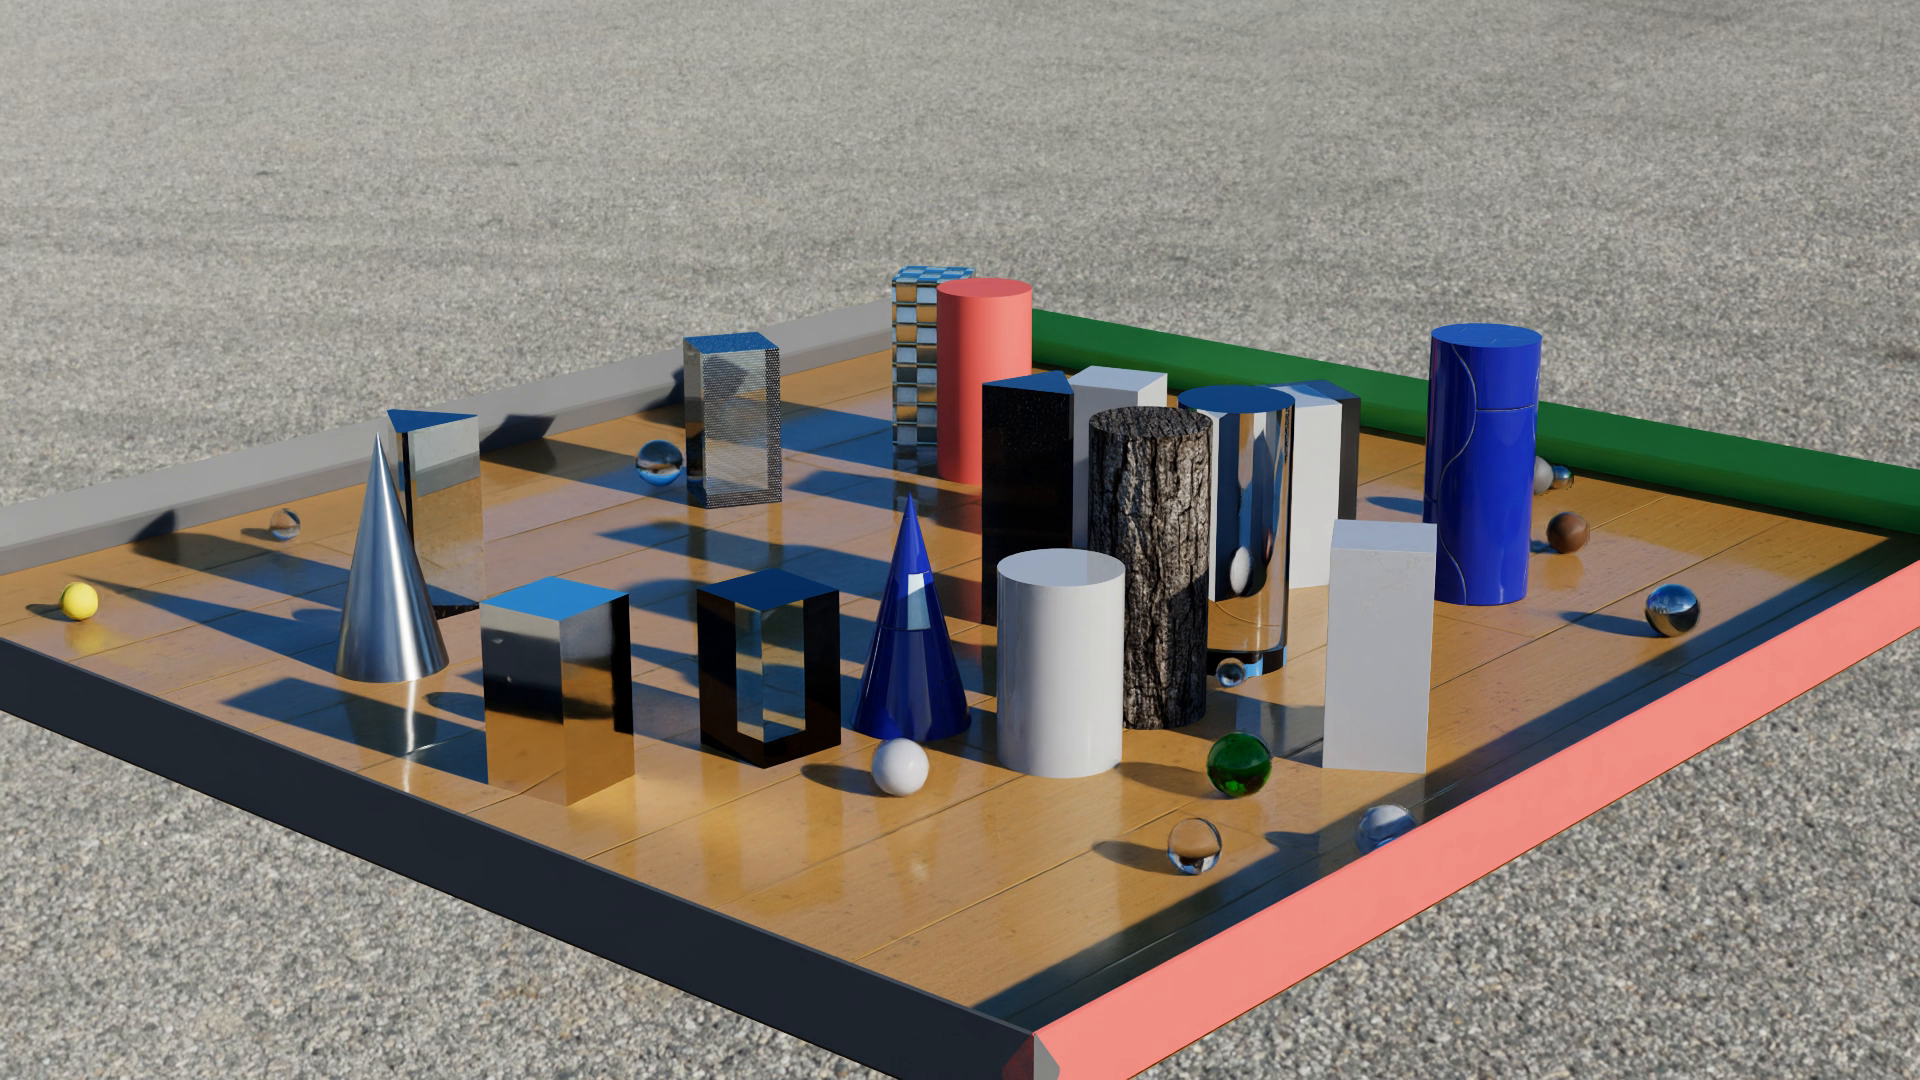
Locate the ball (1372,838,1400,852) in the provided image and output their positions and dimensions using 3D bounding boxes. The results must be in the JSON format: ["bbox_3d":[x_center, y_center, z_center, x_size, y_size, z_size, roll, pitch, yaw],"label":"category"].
[{"bbox_3d":[0.579,0.430,3.894,0.069,0.069,0.069,0,17,0],"label":"ball"}]

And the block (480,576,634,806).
[{"bbox_3d":[-0.581,0.216,4.238,0.150,0.279,0.150,11,20,32],"label":"block"}]

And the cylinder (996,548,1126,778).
[{"bbox_3d":[0.148,0.180,4.332,0.188,0.294,0.188,0,17,0],"label":"cylinder"}]

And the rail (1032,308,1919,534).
[{"bbox_3d":[0.925,-0.278,6.141,2.708,0.122,0.045,14,22,39],"label":"rail"}]

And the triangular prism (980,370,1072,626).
[{"bbox_3d":[0.139,-0.067,4.937,0.163,0.417,0.141,8,18,24],"label":"triangular prism"}]

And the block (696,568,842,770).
[{"bbox_3d":[-0.285,0.190,4.385,0.150,0.245,0.150,-15,23,-41],"label":"block"}]

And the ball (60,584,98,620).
[{"bbox_3d":[-1.496,0.105,4.981,0.063,0.063,0.063,0,17,0],"label":"ball"}]

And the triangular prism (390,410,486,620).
[{"bbox_3d":[-0.923,-0.046,5.003,0.141,0.339,0.163,16,23,42],"label":"triangular prism"}]

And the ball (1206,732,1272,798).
[{"bbox_3d":[0.401,0.323,4.207,0.094,0.094,0.094,0,17,0],"label":"ball"}]

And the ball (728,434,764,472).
[{"bbox_3d":[-0.430,-0.176,5.890,0.074,0.074,0.074,0,17,0],"label":"ball"}]

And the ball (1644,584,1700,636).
[{"bbox_3d":[1.188,0.117,4.895,0.090,0.090,0.090,0,17,0],"label":"ball"}]

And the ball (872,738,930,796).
[{"bbox_3d":[-0.086,0.326,4.215,0.083,0.083,0.083,0,17,0],"label":"ball"}]

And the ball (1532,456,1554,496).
[{"bbox_3d":[1.117,-0.126,5.719,0.078,0.078,0.078,0,17,0],"label":"ball"}]

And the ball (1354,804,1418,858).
[{"bbox_3d":[0.577,0.400,3.966,0.085,0.085,0.085,0,17,0],"label":"ball"}]

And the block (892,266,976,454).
[{"bbox_3d":[-0.053,-0.371,6.042,0.150,0.360,0.150,2,17,8],"label":"block"}]

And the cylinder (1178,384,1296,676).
[{"bbox_3d":[0.440,-0.016,4.733,0.188,0.437,0.188,0,17,0],"label":"cylinder"}]

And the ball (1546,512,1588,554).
[{"bbox_3d":[1.108,-0.014,5.351,0.075,0.075,0.075,0,17,0],"label":"ball"}]

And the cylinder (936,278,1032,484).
[{"bbox_3d":[0.048,-0.317,5.831,0.188,0.378,0.188,0,17,0],"label":"cylinder"}]

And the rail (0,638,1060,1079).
[{"bbox_3d":[-0.925,0.339,4.101,2.708,0.122,0.045,14,22,39],"label":"rail"}]

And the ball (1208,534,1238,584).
[{"bbox_3d":[0.447,0.033,5.175,0.088,0.088,0.088,0,17,0],"label":"ball"}]

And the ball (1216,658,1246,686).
[{"bbox_3d":[0.431,0.210,4.660,0.047,0.047,0.047,0,17,0],"label":"ball"}]

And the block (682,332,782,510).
[{"bbox_3d":[-0.441,-0.233,5.678,0.150,0.306,0.150,-6,18,-19],"label":"block"}]

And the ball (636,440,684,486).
[{"bbox_3d":[-0.593,-0.153,5.780,0.093,0.093,0.093,0,17,0],"label":"ball"}]

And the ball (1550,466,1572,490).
[{"bbox_3d":[1.178,-0.123,5.762,0.048,0.048,0.048,0,17,0],"label":"ball"}]

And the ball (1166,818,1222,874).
[{"bbox_3d":[0.316,0.411,3.945,0.075,0.075,0.075,0,17,0],"label":"ball"}]

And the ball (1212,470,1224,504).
[{"bbox_3d":[0.490,-0.103,5.662,0.067,0.067,0.067,0,17,0],"label":"ball"}]

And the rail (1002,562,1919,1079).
[{"bbox_3d":[1.004,0.283,4.286,0.045,0.122,2.870,14,22,39],"label":"rail"}]

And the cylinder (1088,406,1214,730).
[{"bbox_3d":[0.289,0.042,4.499,0.188,0.462,0.188,0,17,0],"label":"cylinder"}]

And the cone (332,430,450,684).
[{"bbox_3d":[-0.926,0.013,4.714,0.188,0.394,0.188,0,17,0],"label":"cone"}]

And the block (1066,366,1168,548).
[{"bbox_3d":[0.282,-0.148,5.397,0.150,0.307,0.150,7,18,23],"label":"block"}]

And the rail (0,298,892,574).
[{"bbox_3d":[-1.004,-0.222,5.956,0.045,0.122,2.870,14,22,39],"label":"rail"}]

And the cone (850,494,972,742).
[{"bbox_3d":[-0.076,0.101,4.464,0.188,0.369,0.188,0,17,0],"label":"cone"}]

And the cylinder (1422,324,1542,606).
[{"bbox_3d":[0.900,-0.132,5.081,0.188,0.457,0.188,0,17,0],"label":"cylinder"}]

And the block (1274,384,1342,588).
[{"bbox_3d":[0.567,-0.092,5.176,0.150,0.327,0.150,-6,18,-18],"label":"block"}]

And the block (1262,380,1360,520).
[{"bbox_3d":[0.648,-0.157,5.520,0.150,0.252,0.150,-6,18,-19],"label":"block"}]

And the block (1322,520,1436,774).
[{"bbox_3d":[0.620,0.156,4.334,0.150,0.339,0.150,3,17,9],"label":"block"}]

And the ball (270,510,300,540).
[{"bbox_3d":[-1.249,-0.027,5.430,0.055,0.055,0.055,0,17,0],"label":"ball"}]
